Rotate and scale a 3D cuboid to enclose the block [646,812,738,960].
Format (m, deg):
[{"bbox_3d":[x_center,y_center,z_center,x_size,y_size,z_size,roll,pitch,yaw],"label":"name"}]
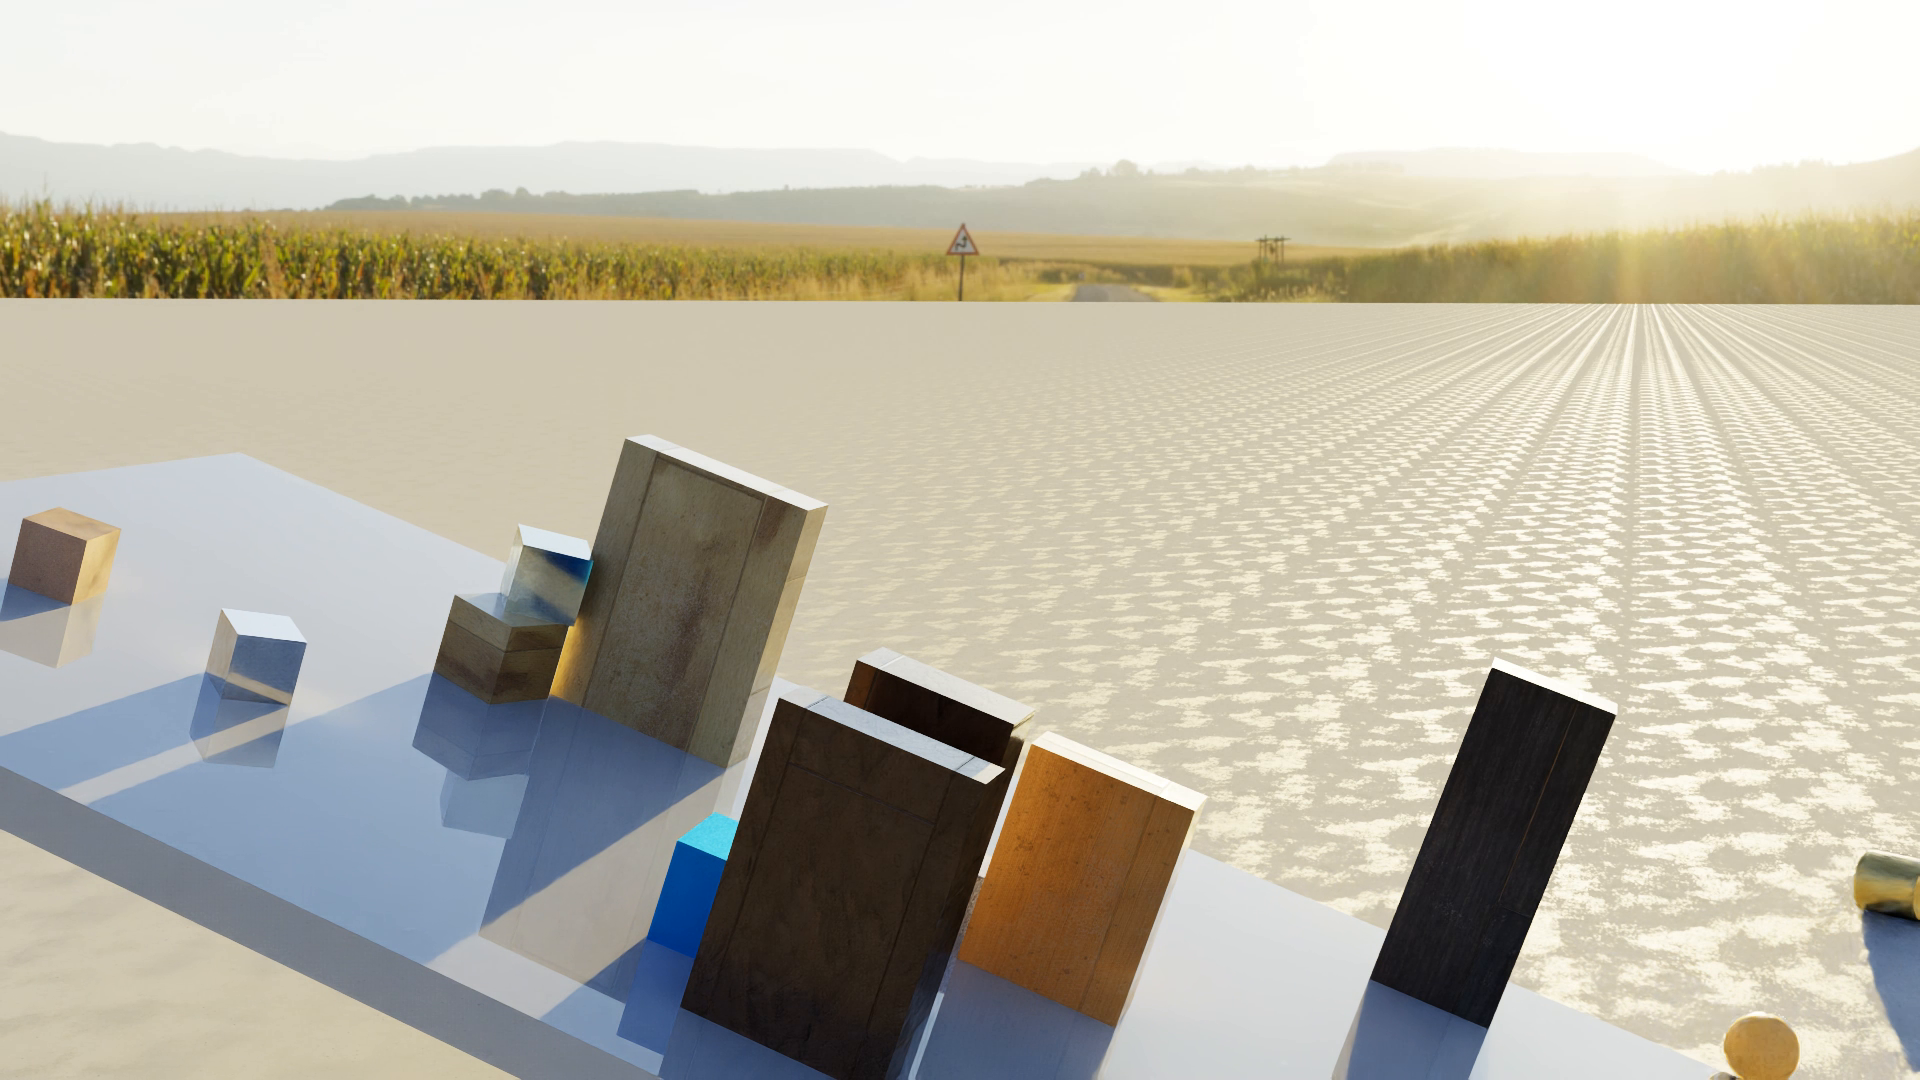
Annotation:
[{"bbox_3d":[-0.387,0.595,3.697,0.181,0.181,0.181,21,12,10],"label":"block"}]

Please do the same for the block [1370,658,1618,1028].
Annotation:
[{"bbox_3d":[1.092,0.622,4.516,0.258,0.707,0.114,21,12,14],"label":"block"}]

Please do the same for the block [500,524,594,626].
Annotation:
[{"bbox_3d":[-0.863,0.073,4.583,0.147,0.147,0.147,14,13,-19],"label":"block"}]

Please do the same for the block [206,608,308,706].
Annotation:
[{"bbox_3d":[-1.319,0.219,4.119,0.129,0.129,0.129,10,15,-35],"label":"block"}]

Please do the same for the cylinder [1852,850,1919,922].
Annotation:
[{"bbox_3d":[2.706,0.998,6.348,0.178,0.178,0.178,-6,9,-41],"label":"cylinder"}]

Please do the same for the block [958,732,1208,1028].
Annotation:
[{"bbox_3d":[0.218,0.607,3.953,0.312,0.428,0.113,21,12,14],"label":"block"}]

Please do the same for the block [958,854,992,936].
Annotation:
[{"bbox_3d":[0.017,0.664,4.139,0.122,0.122,0.122,19,12,5],"label":"block"}]

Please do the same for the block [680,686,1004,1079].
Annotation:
[{"bbox_3d":[-0.185,0.541,3.400,0.347,0.531,0.104,21,12,14],"label":"block"}]

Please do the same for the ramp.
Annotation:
[{"bbox_3d":[-0.346,0.644,4.219,4.000,0.100,2.000,21,12,14],"label":"ramp"}]

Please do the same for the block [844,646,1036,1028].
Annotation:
[{"bbox_3d":[-0.108,0.497,3.630,0.279,0.565,0.128,21,12,14],"label":"block"}]

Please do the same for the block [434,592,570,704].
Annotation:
[{"bbox_3d":[-0.950,0.222,4.557,0.171,0.171,0.171,25,14,29],"label":"block"}]

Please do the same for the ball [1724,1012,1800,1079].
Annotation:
[{"bbox_3d":[1.724,1.094,4.726,0.155,0.155,0.155,0,7,0],"label":"ball"}]

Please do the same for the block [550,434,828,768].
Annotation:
[{"bbox_3d":[-0.568,0.125,4.587,0.424,0.574,0.118,21,12,14],"label":"block"}]

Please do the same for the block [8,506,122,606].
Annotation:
[{"bbox_3d":[-1.752,0.030,4.306,0.134,0.134,0.134,19,12,3],"label":"block"}]
